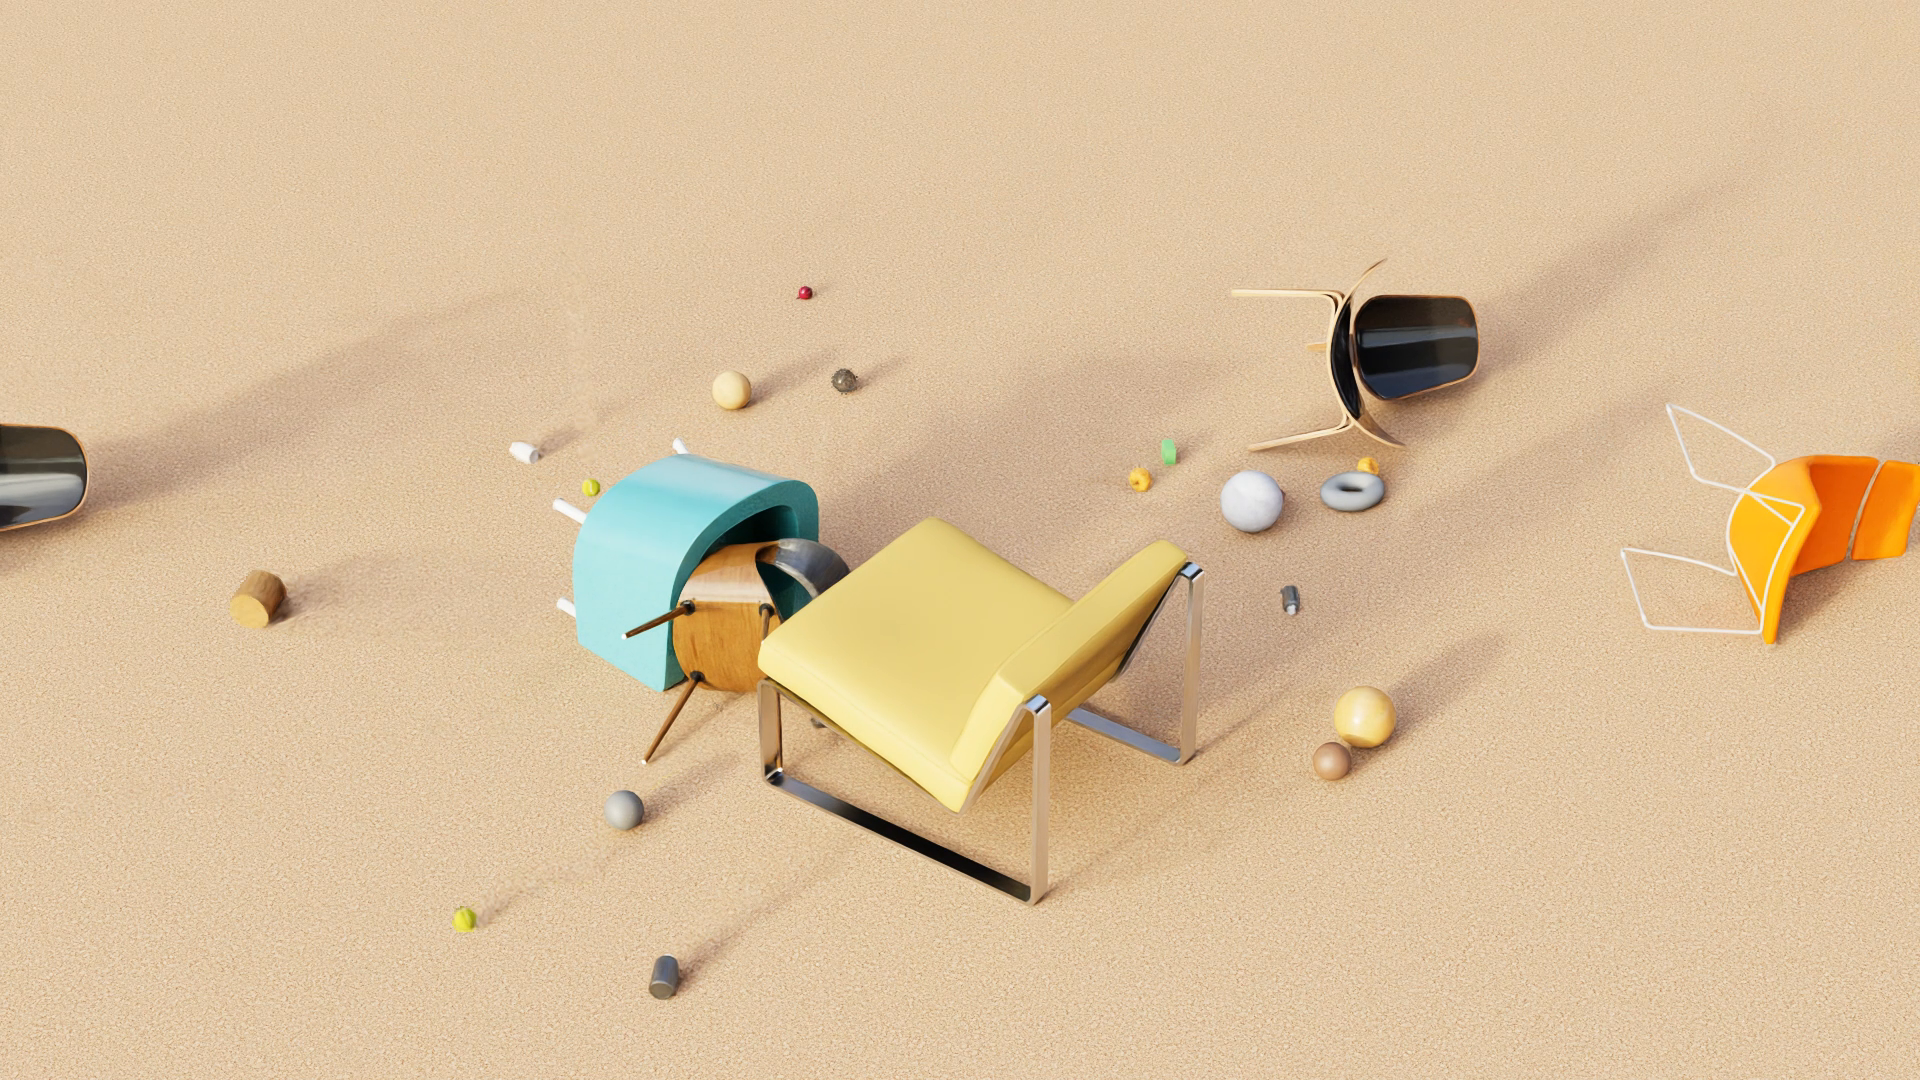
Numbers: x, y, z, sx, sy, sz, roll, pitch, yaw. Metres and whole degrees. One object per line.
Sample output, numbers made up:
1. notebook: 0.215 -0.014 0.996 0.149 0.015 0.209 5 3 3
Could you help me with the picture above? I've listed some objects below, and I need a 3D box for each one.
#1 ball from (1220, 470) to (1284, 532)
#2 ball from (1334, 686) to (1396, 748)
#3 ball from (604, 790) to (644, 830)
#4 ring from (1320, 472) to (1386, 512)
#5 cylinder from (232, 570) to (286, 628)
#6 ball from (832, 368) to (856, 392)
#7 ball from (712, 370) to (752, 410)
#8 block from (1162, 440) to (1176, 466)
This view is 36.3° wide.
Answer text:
1. ball: 1.089 -0.145 10.952 0.234 0.234 0.234 0 33 0
2. ball: 1.360 0.594 9.852 0.210 0.210 0.210 0 33 0
3. ball: -1.089 0.875 9.497 0.131 0.131 0.131 0 33 0
4. ring: 1.494 -0.186 11.162 0.271 0.072 0.217 -20 37 -29
5. cylinder: -2.510 0.214 10.492 0.133 0.143 0.165 -25 24 26
6. ball: -0.467 -0.643 11.832 0.098 0.098 0.098 0 33 0
7. ball: -0.911 -0.597 11.707 0.158 0.158 0.158 0 33 0
8. block: 0.811 -0.342 11.401 0.039 0.068 0.077 -5 34 -7
